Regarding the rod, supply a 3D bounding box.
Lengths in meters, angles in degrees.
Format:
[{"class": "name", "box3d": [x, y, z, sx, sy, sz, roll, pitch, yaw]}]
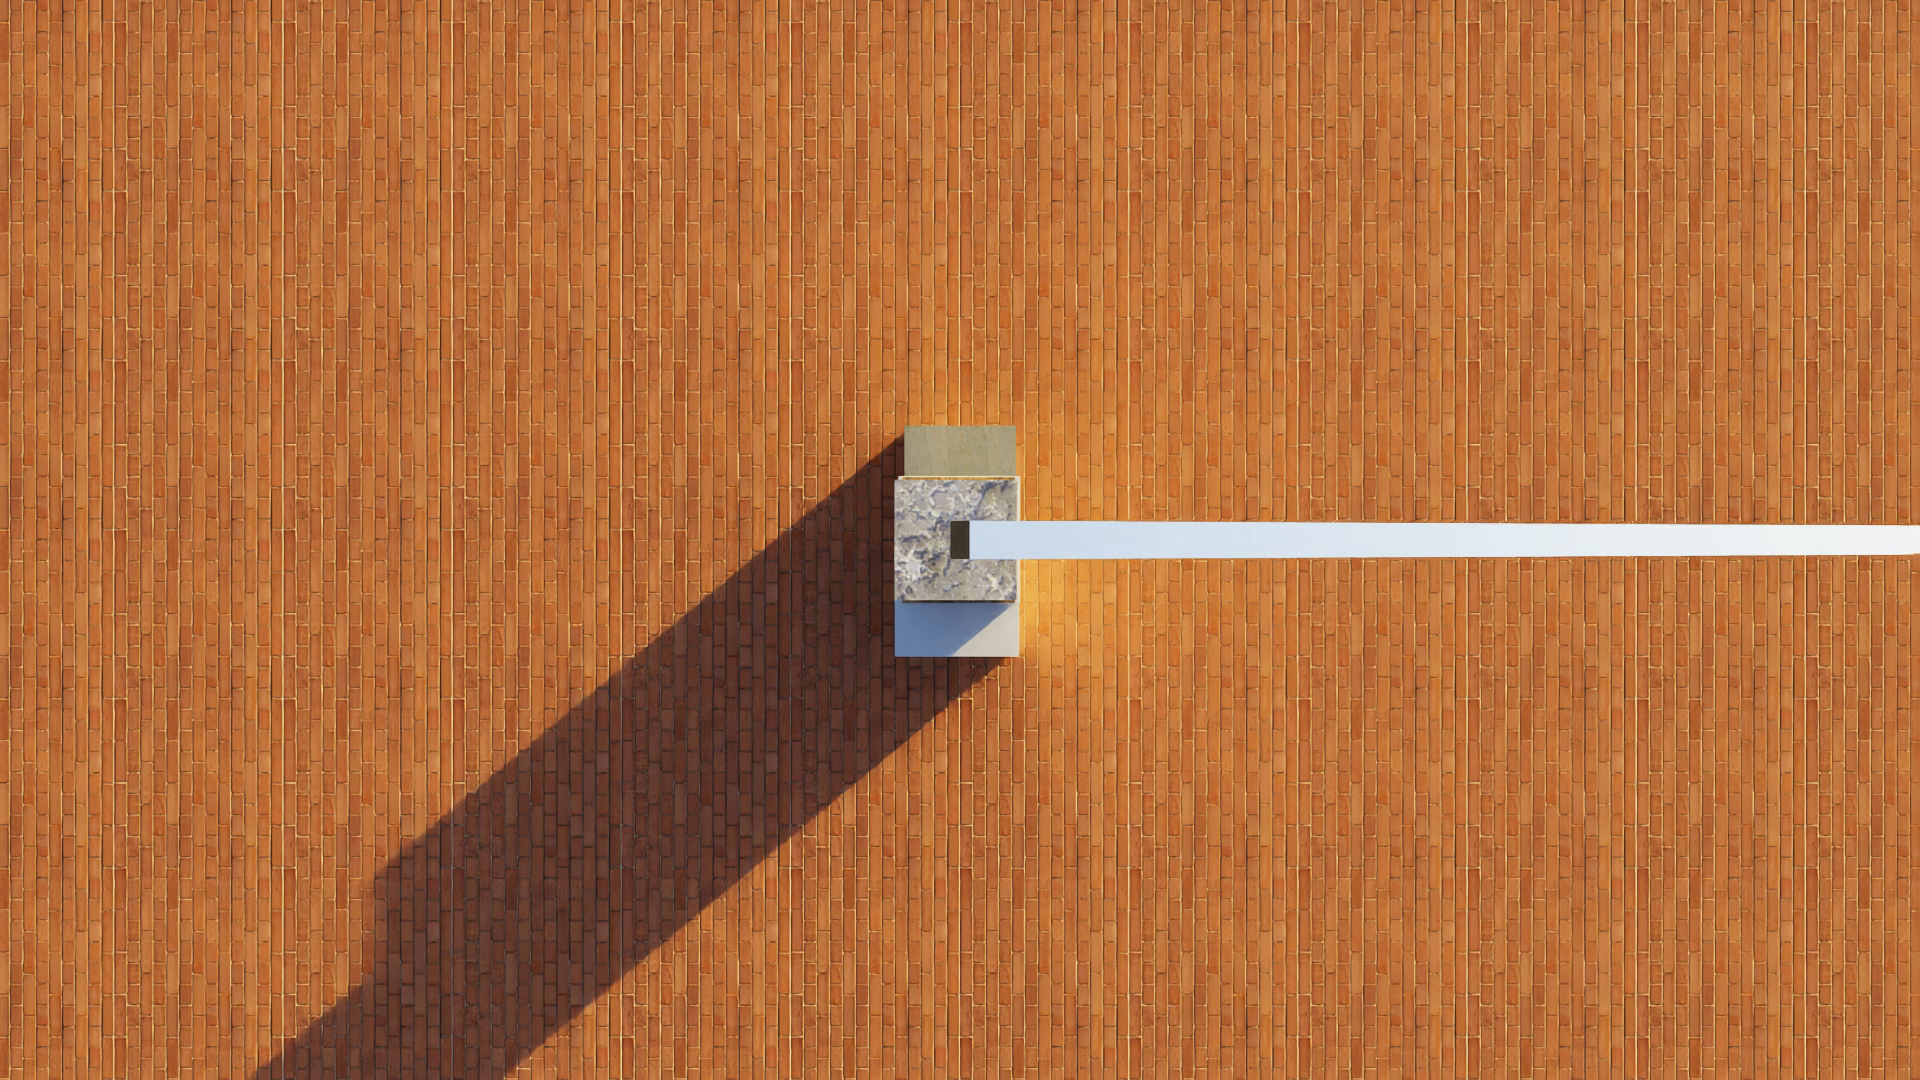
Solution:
[{"class": "rod", "box3d": [2.234, 0.000, 5.942, 5.200, 0.080, 0.080, 0, 90, -31]}]

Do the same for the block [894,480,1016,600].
[{"class": "block", "box3d": [-0.017, 0.000, 9.301, 0.502, 0.564, 0.493, 0, 90, 0]}]

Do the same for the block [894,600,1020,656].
[{"class": "block", "box3d": [-0.017, 0.314, 12.636, 0.694, 0.728, 0.673, 0, 90, 0]}]

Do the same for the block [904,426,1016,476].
[{"class": "block", "box3d": [0.001, -0.341, 12.746, 0.633, 0.508, 0.617, 0, 90, 0]}]

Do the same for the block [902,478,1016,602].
[{"class": "block", "box3d": [-0.007, 0.000, 10.802, 0.539, 0.661, 0.599, 0, 90, 0]}]

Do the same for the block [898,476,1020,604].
[{"class": "block", "box3d": [-0.004, 0.000, 11.412, 0.617, 0.557, 0.644, 0, 90, 0]}]
